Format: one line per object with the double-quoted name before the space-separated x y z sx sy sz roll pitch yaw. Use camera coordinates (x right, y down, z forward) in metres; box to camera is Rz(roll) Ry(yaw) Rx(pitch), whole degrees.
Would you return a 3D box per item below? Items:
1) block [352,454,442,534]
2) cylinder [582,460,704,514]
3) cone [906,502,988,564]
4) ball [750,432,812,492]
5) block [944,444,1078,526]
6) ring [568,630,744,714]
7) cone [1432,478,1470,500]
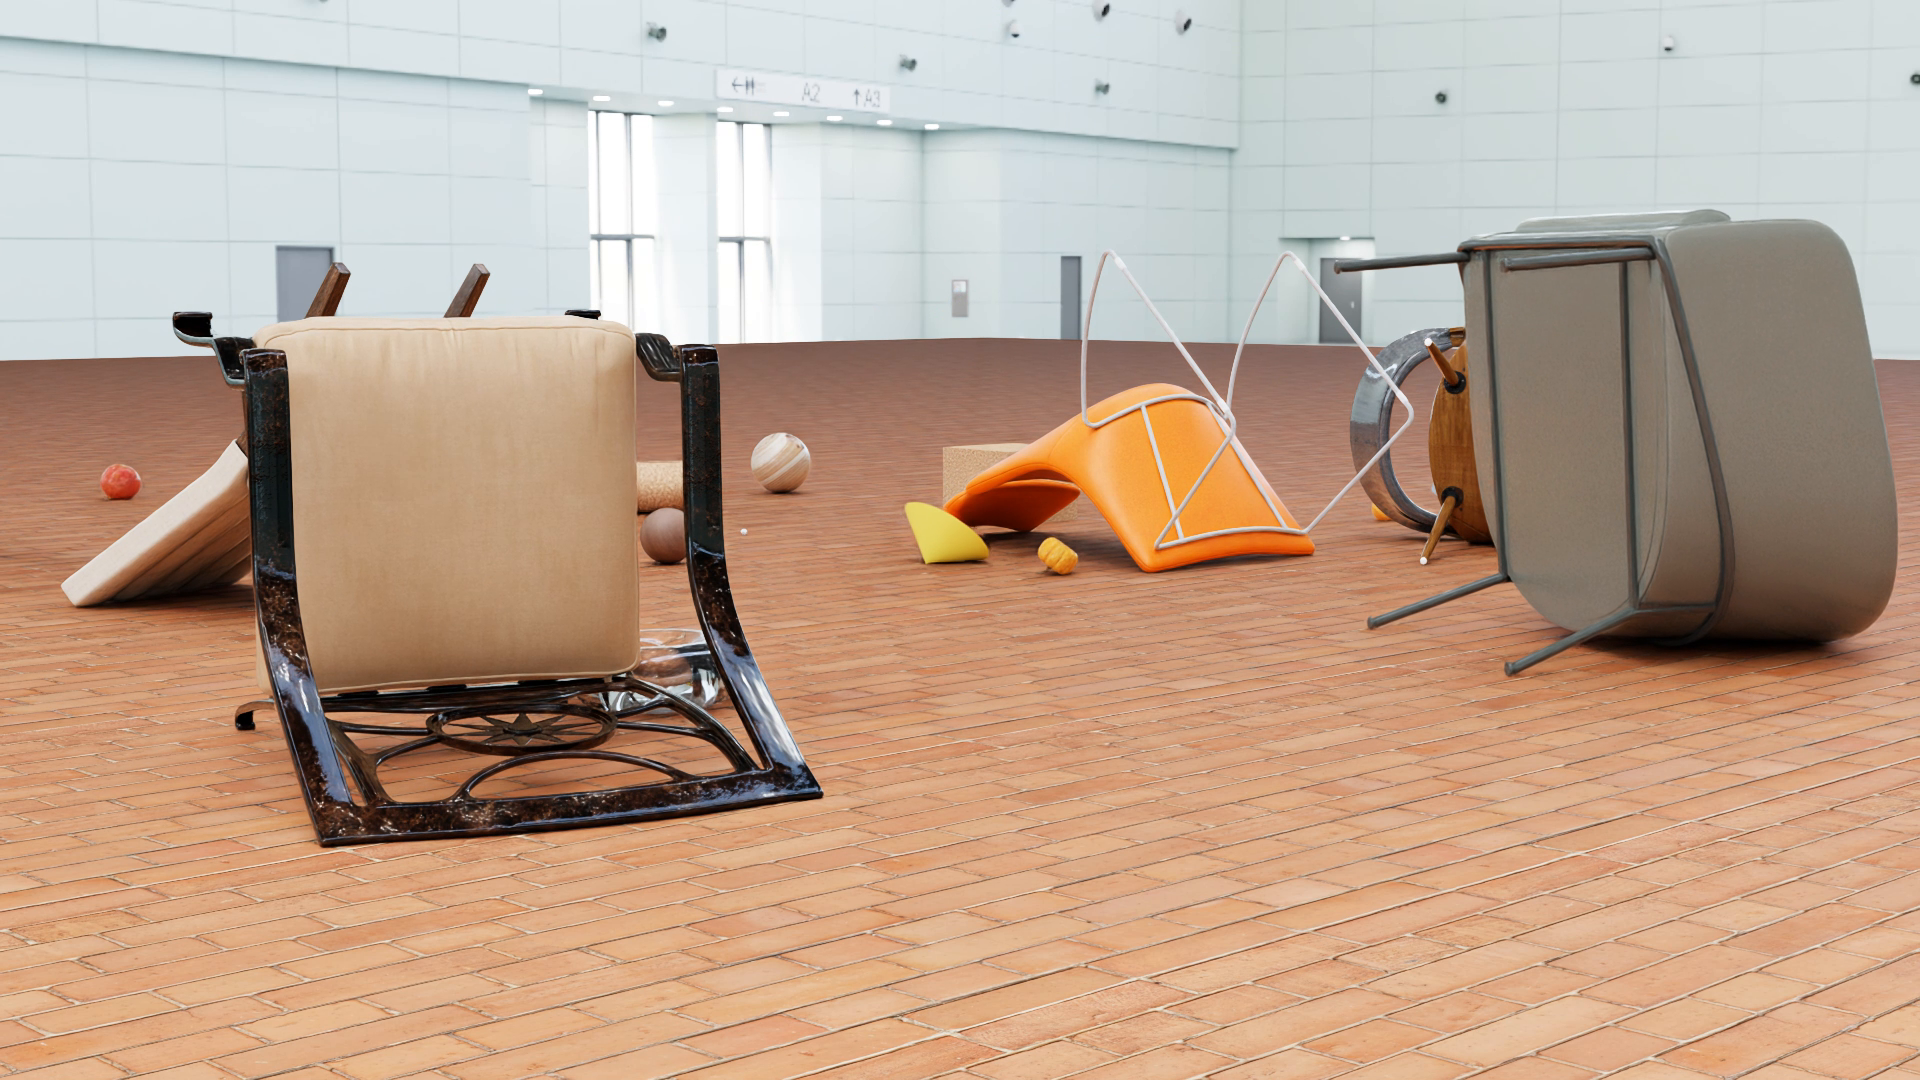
"block" -1.457 -0.120 6.640 0.165 0.192 0.157 2 6 21
"cylinder" -0.887 -0.148 7.167 0.312 0.141 0.235 -1 8 -14
"cone" -0.054 0.017 5.893 0.223 0.094 0.233 36 -19 -13
"ball" -0.544 -0.234 7.794 0.182 0.182 0.182 0 6 0
"block" 0.136 -0.154 6.964 0.255 0.194 0.262 -5 8 -40
"ring" -0.470 0.202 3.972 0.272 0.100 0.342 -1 5 -1
"cone" 1.447 -0.138 7.610 0.127 0.070 0.052 -3 -27 -16
